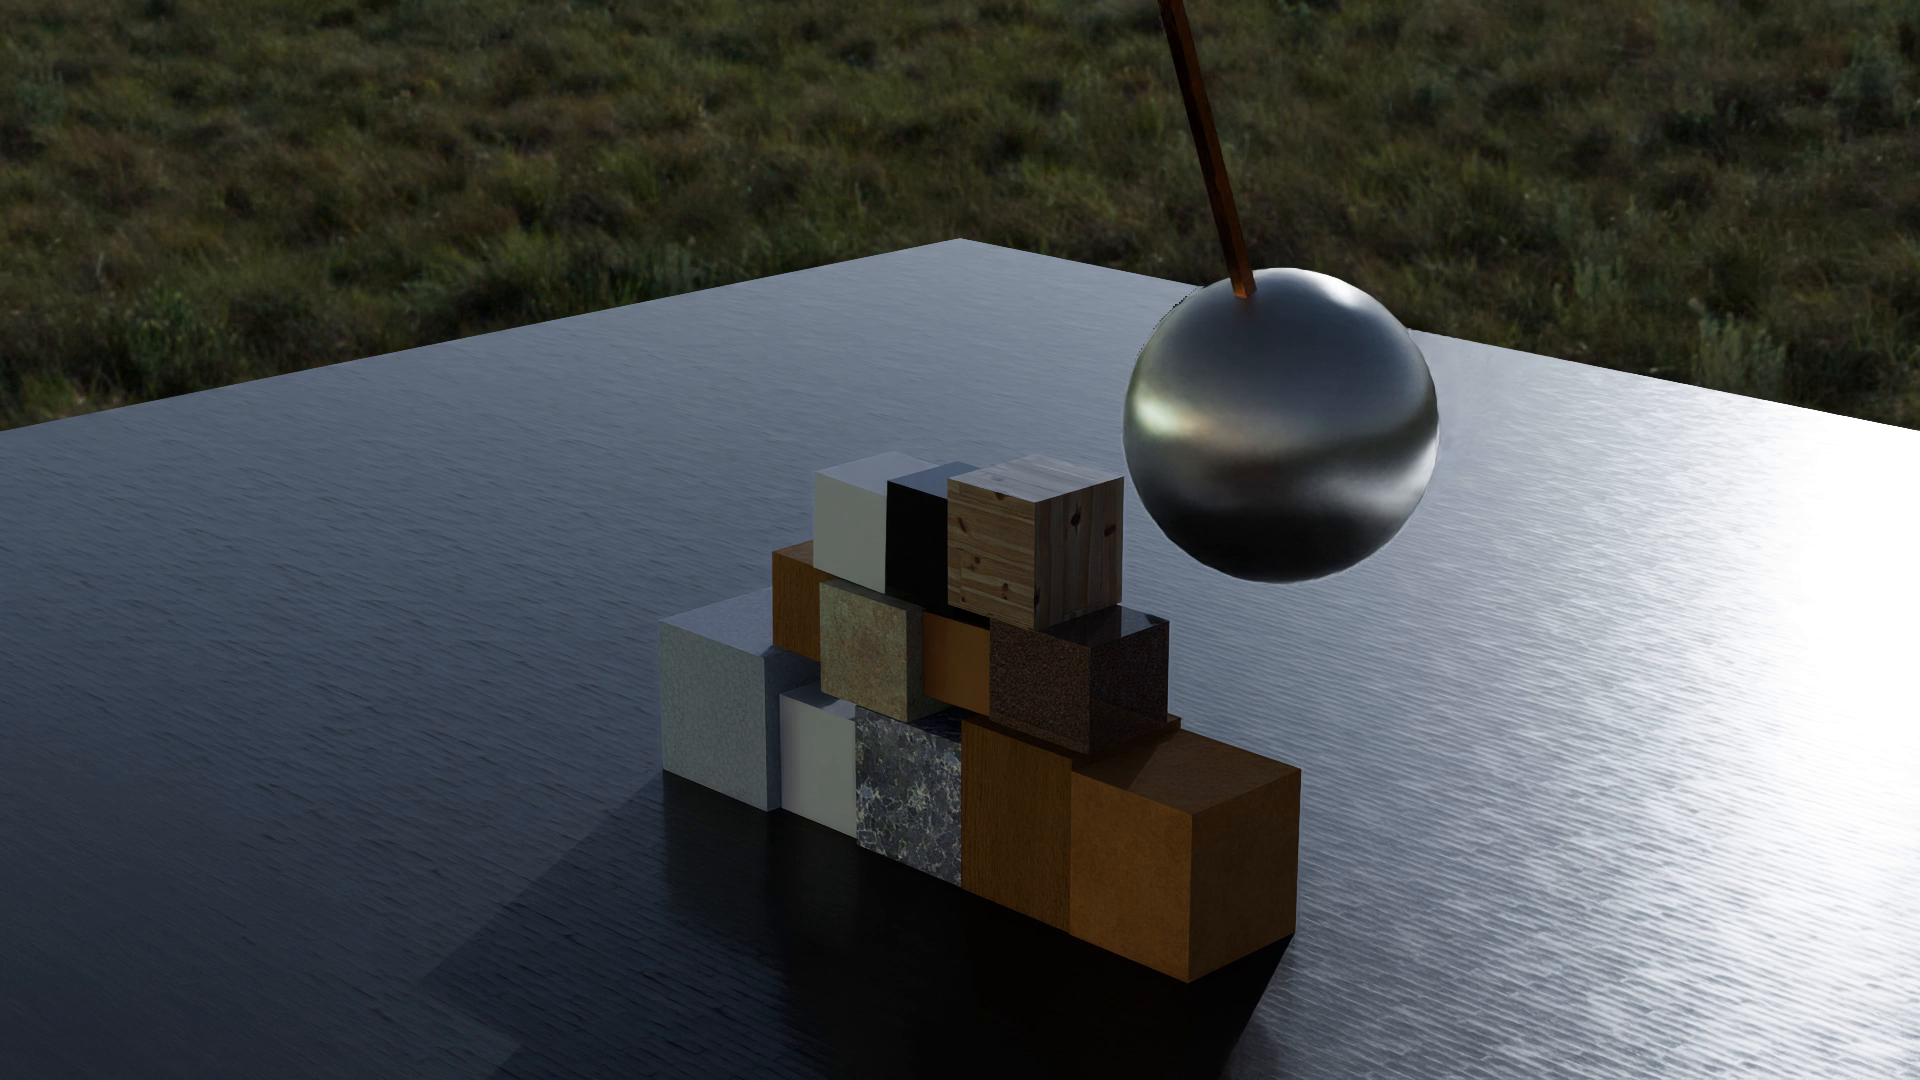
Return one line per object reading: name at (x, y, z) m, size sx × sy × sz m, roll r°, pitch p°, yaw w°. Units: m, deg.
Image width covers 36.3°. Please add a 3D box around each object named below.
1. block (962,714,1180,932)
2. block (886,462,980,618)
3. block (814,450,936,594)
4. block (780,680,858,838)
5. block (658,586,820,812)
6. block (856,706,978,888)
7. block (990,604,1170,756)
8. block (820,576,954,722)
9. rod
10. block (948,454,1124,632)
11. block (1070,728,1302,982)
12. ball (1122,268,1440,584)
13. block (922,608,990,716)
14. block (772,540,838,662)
block at (0.497, 1.187, 13.205) m, size 0.717 × 0.817 × 0.670 m, roll -17°, pitch 24°, yaw -42°
block at (-0.017, -0.008, 13.345) m, size 0.438 × 0.545 × 0.453 m, roll 18°, pitch 25°, yaw 42°
block at (-0.332, -0.088, 13.683) m, size 0.505 × 0.470 × 0.485 m, roll -17°, pitch 26°, yaw -42°
block at (-0.444, 1.012, 14.142) m, size 0.619 × 0.588 × 0.572 m, roll -17°, pitch 24°, yaw -42°
block at (-0.939, 0.773, 14.571) m, size 0.766 × 0.789 × 0.788 m, roll -17°, pitch 24°, yaw -42°
block at (0.004, 1.099, 13.686) m, size 0.693 × 0.696 × 0.694 m, roll -17°, pitch 24°, yaw -42°
block at (0.525, 0.578, 12.960) m, size 0.511 × 0.492 × 0.602 m, roll -17°, pitch 24°, yaw -42°
block at (-0.227, 0.449, 13.697) m, size 0.623 × 0.539 × 0.581 m, roll -17°, pitch 24°, yaw -42°
rod at (0.703, -3.296, 13.043) m, size 0.080 × 5.200 × 0.080 m, roll 17°, pitch 46°, yaw 42°
block at (0.334, 0.003, 12.993) m, size 0.570 × 0.585 × 0.529 m, roll -17°, pitch 24°, yaw -42°
block at (0.976, 1.357, 12.744) m, size 0.721 × 0.769 × 0.683 m, roll -17°, pitch 24°, yaw -42°
ball at (1.623, -0.575, 14.862) m, size 1.600 × 1.600 × 1.600 m, roll 0°, pitch 17°, yaw 0°
block at (0.138, 0.511, 13.331) m, size 0.430 × 0.405 × 0.445 m, roll -17°, pitch 23°, yaw -42°
block at (-0.569, 0.278, 14.054) m, size 0.484 × 0.470 × 0.448 m, roll -17°, pitch 25°, yaw -42°
